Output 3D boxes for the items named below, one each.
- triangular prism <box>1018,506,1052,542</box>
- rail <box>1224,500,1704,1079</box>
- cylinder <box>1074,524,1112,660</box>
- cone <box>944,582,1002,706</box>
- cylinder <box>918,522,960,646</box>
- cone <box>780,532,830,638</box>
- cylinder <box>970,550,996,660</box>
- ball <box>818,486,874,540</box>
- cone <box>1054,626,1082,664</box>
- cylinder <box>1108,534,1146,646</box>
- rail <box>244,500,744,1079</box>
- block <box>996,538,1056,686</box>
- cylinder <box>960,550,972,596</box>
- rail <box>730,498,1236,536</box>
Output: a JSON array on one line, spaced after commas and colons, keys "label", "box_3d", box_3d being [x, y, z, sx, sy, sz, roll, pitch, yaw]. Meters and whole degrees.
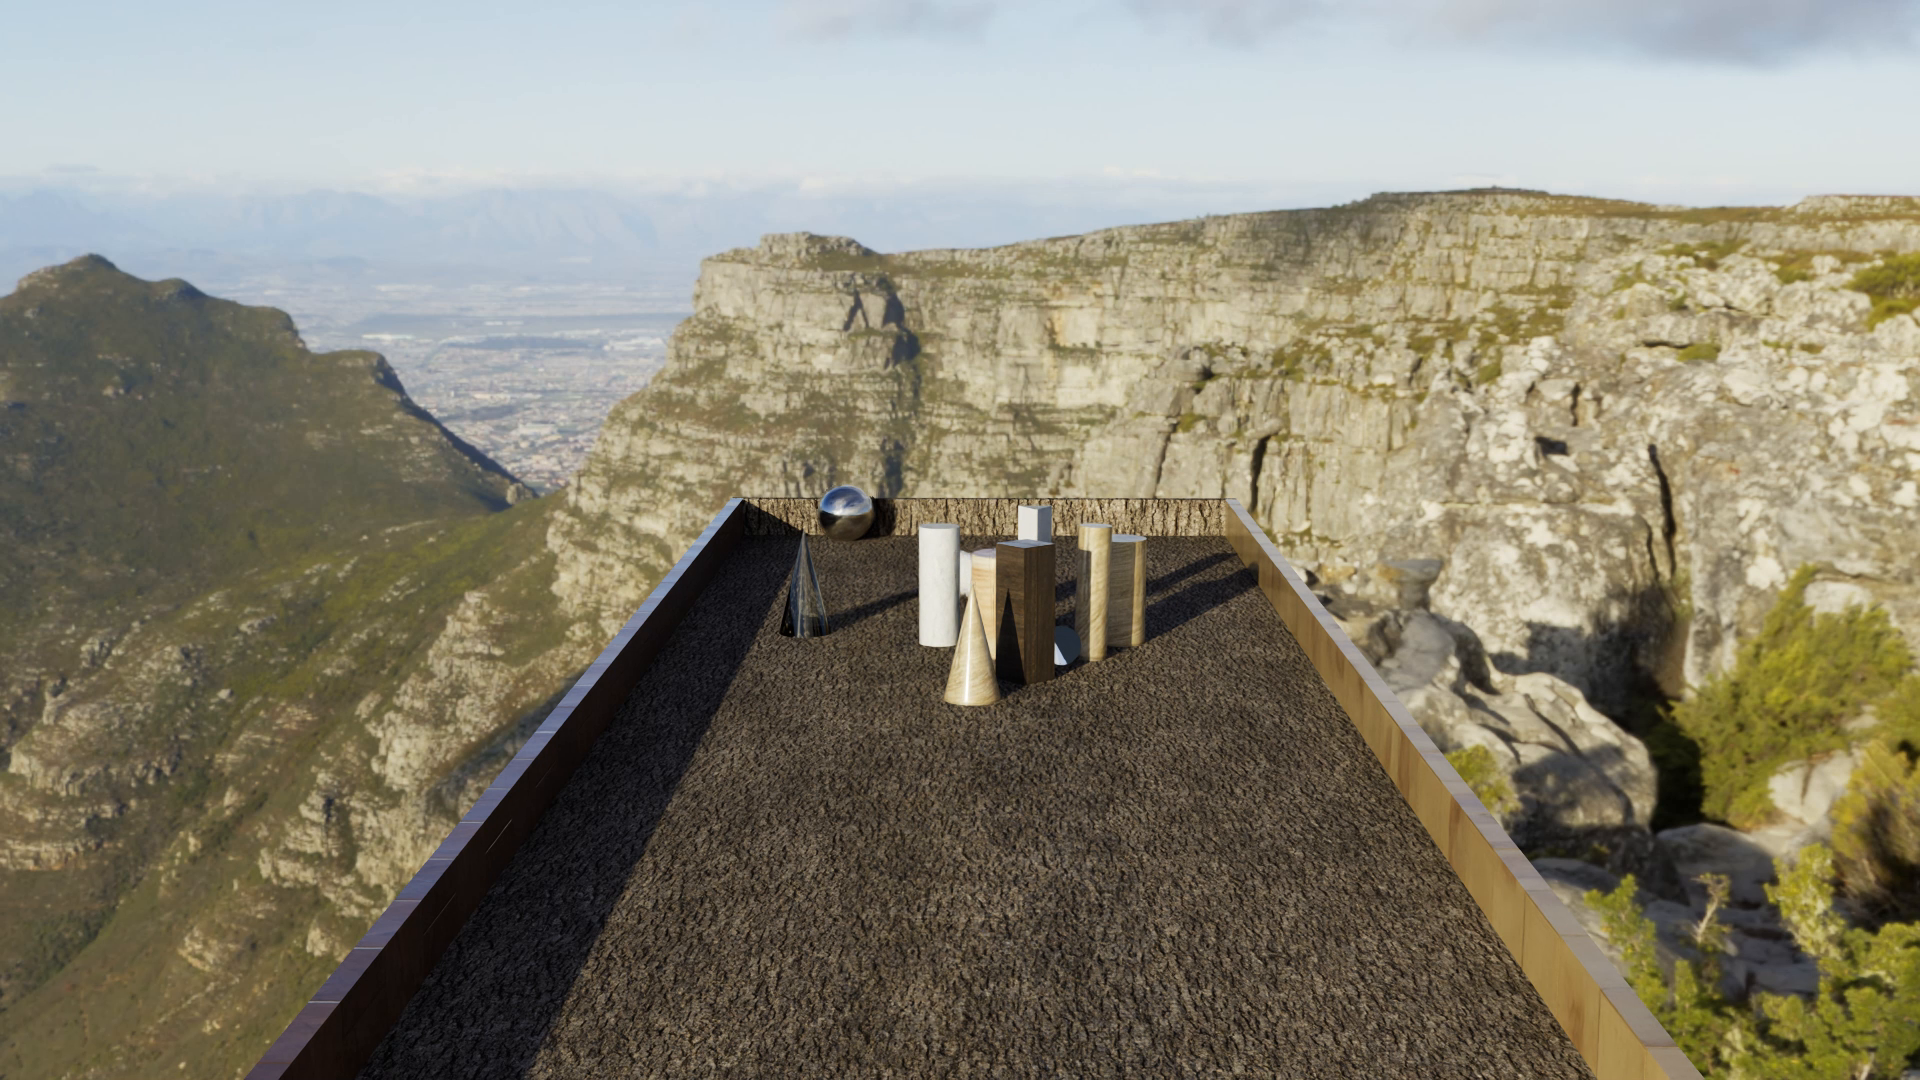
[{"label": "triangular prism", "box_3d": [0.249, 0.110, 6.931, 0.089, 0.434, 0.103, -5, 10, -31]}, {"label": "rail", "box_3d": [1.046, 0.843, 3.208, 0.050, 0.150, 12.000, 0, 9, 1]}, {"label": "cylinder", "box_3d": [0.405, 0.158, 6.700, 0.102, 0.408, 0.102, 2, 8, 0]}, {"label": "cone", "box_3d": [0.035, 0.280, 6.165, 0.165, 0.337, 0.165, 0, 9, 0]}, {"label": "cylinder", "box_3d": [-0.065, 0.140, 6.933, 0.130, 0.373, 0.130, 0, 9, 0]}, {"label": "cone", "box_3d": [-0.502, 0.131, 7.093, 0.168, 0.342, 0.168, 0, 9, 0]}, {"label": "cylinder", "box_3d": [0.103, 0.197, 6.732, 0.145, 0.316, 0.145, 2, 11, 0]}, {"label": "ball", "box_3d": [-0.463, -0.110, 8.978, 0.228, 0.228, 0.228, 0, 9, 0]}, {"label": "cone", "box_3d": [0.298, 0.319, 6.809, 0.117, 0.117, 0.357, 0, 0, -3]}, {"label": "cylinder", "box_3d": [0.507, 0.158, 6.950, 0.161, 0.332, 0.161, 0, 9, 0]}, {"label": "rail", "box_3d": [-1.004, 0.839, 3.234, 0.050, 0.150, 12.000, 0, 9, 1]}, {"label": "block", "box_3d": [0.190, 0.208, 6.411, 0.123, 0.402, 0.123, -8, 12, -40]}, {"label": "cylinder", "box_3d": [0.039, 0.124, 7.737, 0.154, 0.154, 0.332, -7, 11, -36]}, {"label": "rail", "box_3d": [0.099, -0.098, 9.147, 2.100, 0.150, 0.050, 0, 9, 1]}]
